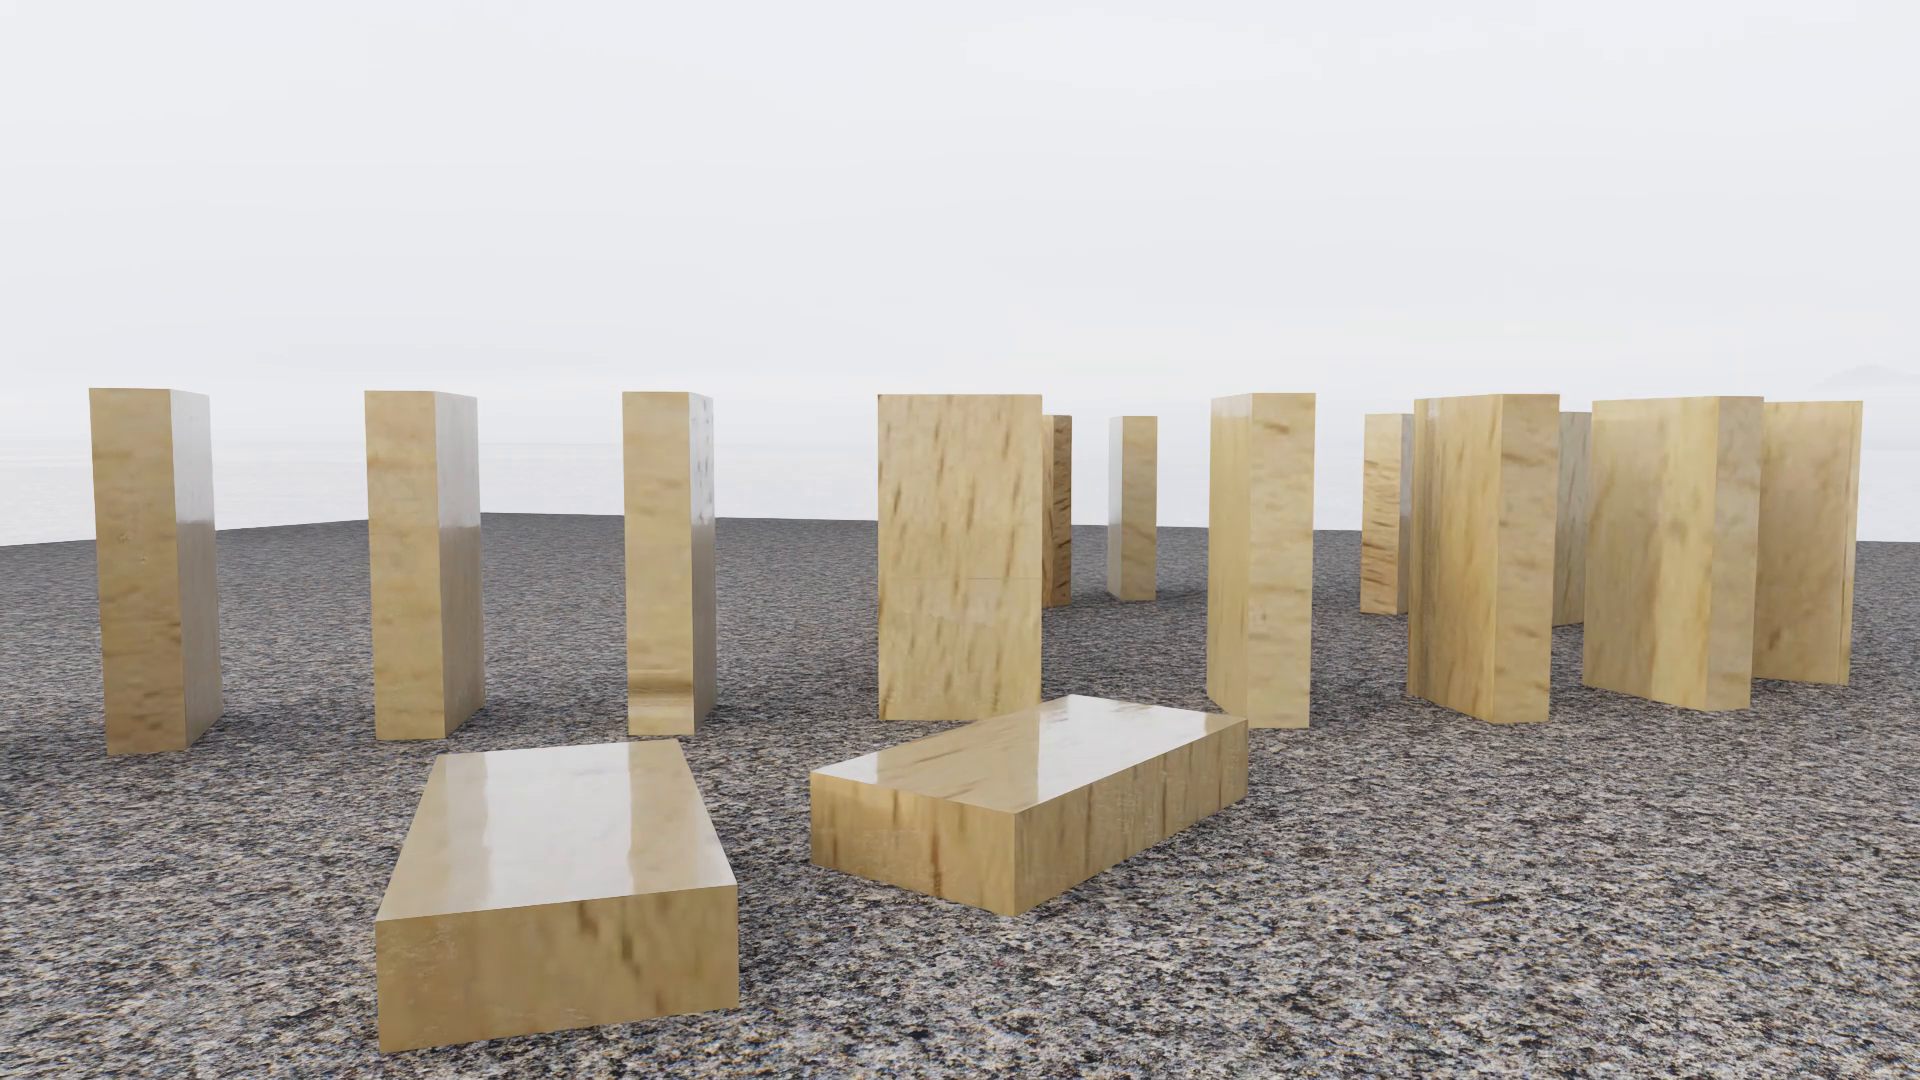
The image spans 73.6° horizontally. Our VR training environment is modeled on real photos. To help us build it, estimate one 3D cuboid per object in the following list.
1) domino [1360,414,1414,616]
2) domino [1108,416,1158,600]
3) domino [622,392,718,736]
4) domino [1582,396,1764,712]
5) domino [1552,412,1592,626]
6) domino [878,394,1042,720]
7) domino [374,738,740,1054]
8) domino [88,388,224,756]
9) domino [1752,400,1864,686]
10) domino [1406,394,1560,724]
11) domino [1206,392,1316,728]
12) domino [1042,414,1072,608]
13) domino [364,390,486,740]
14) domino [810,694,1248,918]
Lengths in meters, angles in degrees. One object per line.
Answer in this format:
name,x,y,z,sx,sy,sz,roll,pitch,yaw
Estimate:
domino,0.113,-0.007,0.330,0.009,0.050,0.025,4,6,41
domino,0.048,-0.009,0.360,0.009,0.050,0.025,0,4,-2
domino,-0.044,0.003,0.198,0.009,0.050,0.025,0,4,-3
domino,0.119,0.001,0.215,0.009,0.050,0.025,-2,5,-19
domino,0.138,-0.005,0.303,0.025,0.050,0.009,-3,5,-36
domino,0.000,0.002,0.201,0.025,0.050,0.009,0,4,0
domino,-0.036,0.029,0.117,0.025,0.010,0.050,-1,4,-17
domino,-0.116,0.004,0.187,0.009,0.050,0.025,-2,5,-20
domino,0.149,0.000,0.235,0.025,0.050,0.009,3,5,33
domino,0.083,0.002,0.207,0.009,0.050,0.025,-1,4,-11
domino,0.047,0.002,0.203,0.010,0.050,0.025,0,4,-3
domino,0.017,-0.008,0.344,0.025,0.050,0.010,3,5,35
domino,-0.081,0.003,0.195,0.009,0.050,0.025,-1,4,-7
domino,0.010,0.027,0.142,0.025,0.009,0.050,3,5,37
